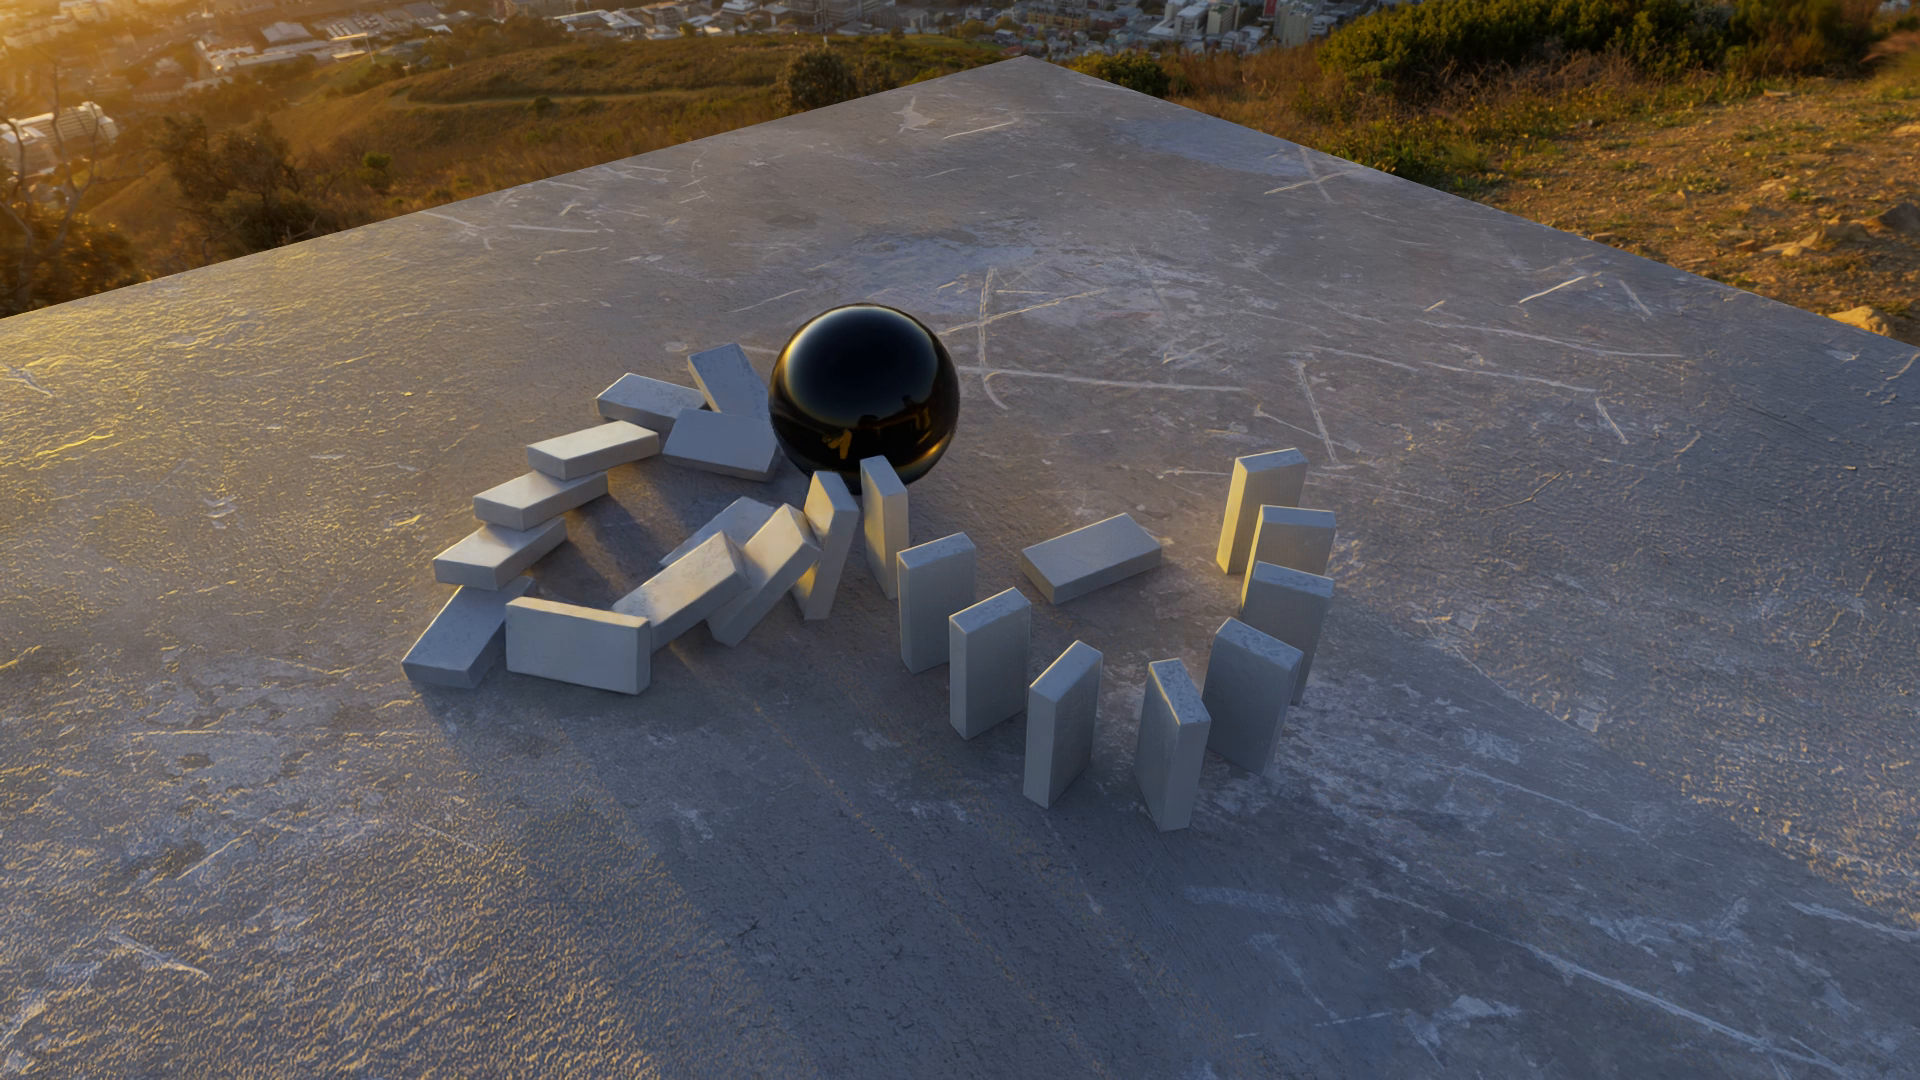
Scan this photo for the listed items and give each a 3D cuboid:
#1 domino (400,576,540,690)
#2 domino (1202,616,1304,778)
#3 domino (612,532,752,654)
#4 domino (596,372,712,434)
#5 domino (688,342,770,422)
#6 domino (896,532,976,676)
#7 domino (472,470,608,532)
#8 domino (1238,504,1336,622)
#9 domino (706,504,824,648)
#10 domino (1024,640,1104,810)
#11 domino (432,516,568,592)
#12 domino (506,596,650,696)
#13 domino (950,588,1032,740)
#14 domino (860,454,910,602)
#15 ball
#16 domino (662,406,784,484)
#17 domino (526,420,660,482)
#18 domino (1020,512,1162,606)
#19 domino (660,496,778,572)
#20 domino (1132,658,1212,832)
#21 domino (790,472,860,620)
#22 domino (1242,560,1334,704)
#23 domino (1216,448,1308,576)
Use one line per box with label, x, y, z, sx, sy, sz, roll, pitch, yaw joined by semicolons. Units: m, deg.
domino;-0.179;0.032;0.404;0.025;0.010;0.050;7;40;8
domino;0.091;0.050;0.350;0.025;0.050;0.010;27;46;29
domino;-0.102;0.020;0.401;0.050;0.010;0.025;-34;44;2
domino;-0.144;-0.064;0.522;0.050;0.009;0.025;15;42;18
domino;-0.105;-0.069;0.515;0.025;0.010;0.050;-22;64;-25
domino;-0.008;0.023;0.384;0.025;0.050;0.009;-18;43;-21
domino;-0.173;-0.019;0.456;0.025;0.009;0.050;14;26;20
domino;0.118;0.011;0.398;0.025;0.050;0.009;6;40;7
domino;-0.074;0.013;0.403;0.050;0.010;0.025;-45;43;11
domino;0.032;0.058;0.341;0.010;0.050;0.025;27;46;29
domino;-0.178;0.003;0.429;0.025;0.010;0.050;8;25;9
domino;-0.134;0.037;0.385;0.050;0.025;0.009;9;17;11
domino;0.010;0.041;0.361;0.025;0.050;0.009;-23;45;-25
domino;-0.028;-0.004;0.417;0.009;0.050;0.025;-15;42;-18
ball;-0.040;-0.058;0.459;0.080;0.080;0.080;0;39;0
domino;-0.104;-0.042;0.488;0.050;0.009;0.025;11;66;13
domino;-0.159;-0.040;0.480;0.025;0.010;0.050;20;28;30
domino;0.052;0.007;0.435;0.050;0.010;0.025;-19;43;-22
domino;-0.093;0.003;0.440;0.025;0.010;0.050;21;44;24
domino;0.064;0.063;0.335;0.009;0.050;0.025;-8;40;-10
domino;-0.052;0.002;0.408;0.009;0.050;0.025;1;35;-29
domino;0.108;0.032;0.373;0.025;0.050;0.010;15;42;17
domino;0.116;-0.010;0.424;0.025;0.050;0.010;-10;40;-12
